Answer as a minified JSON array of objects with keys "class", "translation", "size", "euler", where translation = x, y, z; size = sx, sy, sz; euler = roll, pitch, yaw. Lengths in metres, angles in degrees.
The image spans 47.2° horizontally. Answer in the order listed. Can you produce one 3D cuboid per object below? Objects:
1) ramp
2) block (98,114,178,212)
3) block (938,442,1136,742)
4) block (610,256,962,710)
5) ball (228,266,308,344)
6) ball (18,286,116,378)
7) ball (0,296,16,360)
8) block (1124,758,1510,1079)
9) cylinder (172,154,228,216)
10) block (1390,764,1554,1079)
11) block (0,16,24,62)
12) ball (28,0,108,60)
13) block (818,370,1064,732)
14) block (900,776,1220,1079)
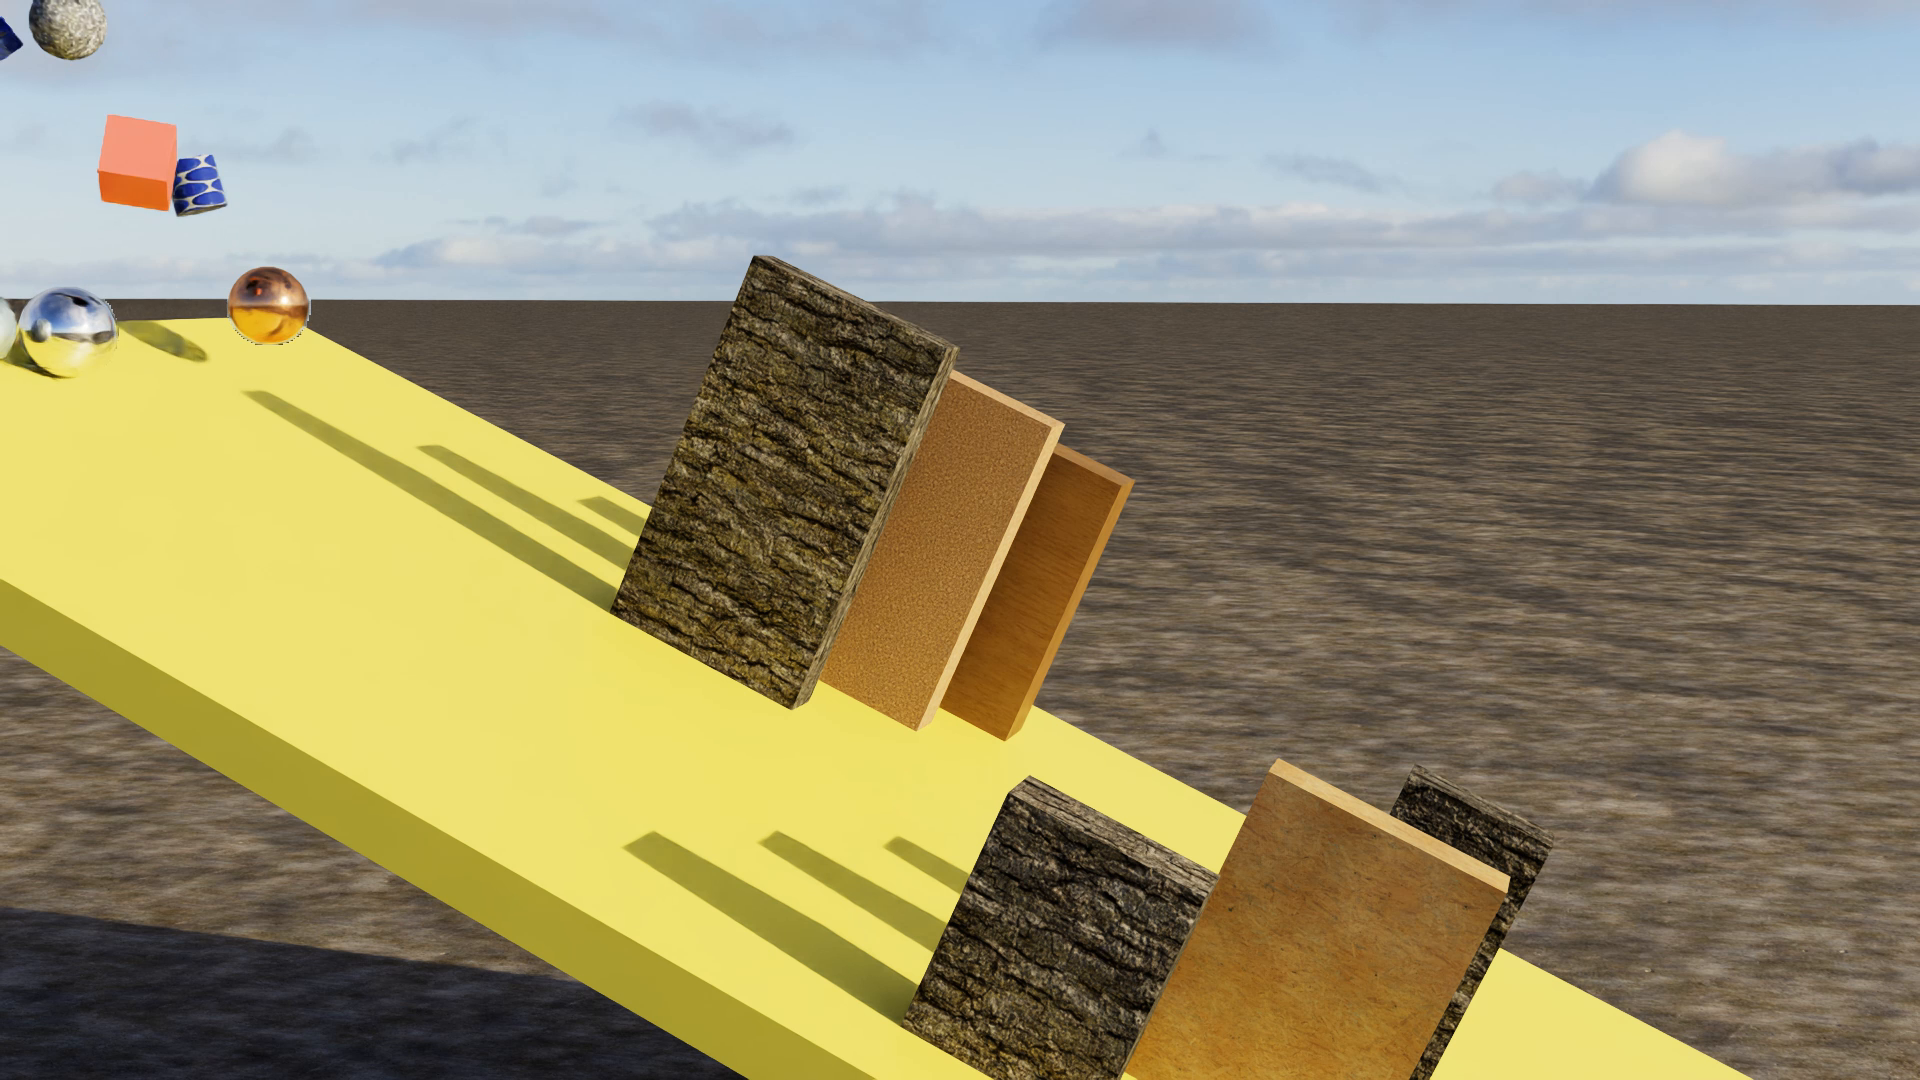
[{"class":"ramp","translation":[-0.276,0.474,4.177],"size":[4.000,0.100,2.000],"euler":[27,14,13]},{"class":"block","translation":[-1.642,-0.753,4.397],"size":[0.128,0.128,0.128],"euler":[7,-21,-15]},{"class":"block","translation":[0.080,0.075,4.779],"size":[0.360,0.616,0.132],"euler":[27,14,13]},{"class":"block","translation":[-0.355,-0.113,4.381],"size":[0.434,0.791,0.097],"euler":[27,14,13]},{"class":"ball","translation":[-1.519,-0.516,4.830],"size":[0.169,0.169,0.169],"euler":[0,7,0]},{"class":"ball","translation":[-1.796,-0.420,4.427],"size":[0.183,0.183,0.183],"euler":[0,7,0]},{"class":"ball","translation":[-1.907,-0.410,4.238],"size":[0.165,0.165,0.165],"euler":[0,7,0]},{"class":"block","translation":[0.546,0.674,3.402],"size":[0.391,0.544,0.094],"euler":[27,14,13]},{"class":"cylinder","translation":[-1.628,-0.754,4.679],"size":[0.107,0.107,0.107],"euler":[-14,7,2]},{"class":"block","translation":[0.728,0.683,3.607],"size":[0.246,0.578,0.090],"euler":[27,14,13]},{"class":"block","translation":[-2.017,-1.022,4.478],"size":[0.128,0.128,0.128],"euler":[-46,31,-23]},{"class":"ball","translation":[-1.791,-1.039,4.418],"size":[0.146,0.146,0.146],"euler":[0,7,0]},{"class":"block","translation":[-0.126,-0.015,4.587],"size":[0.432,0.701,0.105],"euler":[27,14,13]},{"class":"block","translation":[0.147,0.611,3.264],"size":[0.321,0.406,0.119],"euler":[27,14,13]}]
